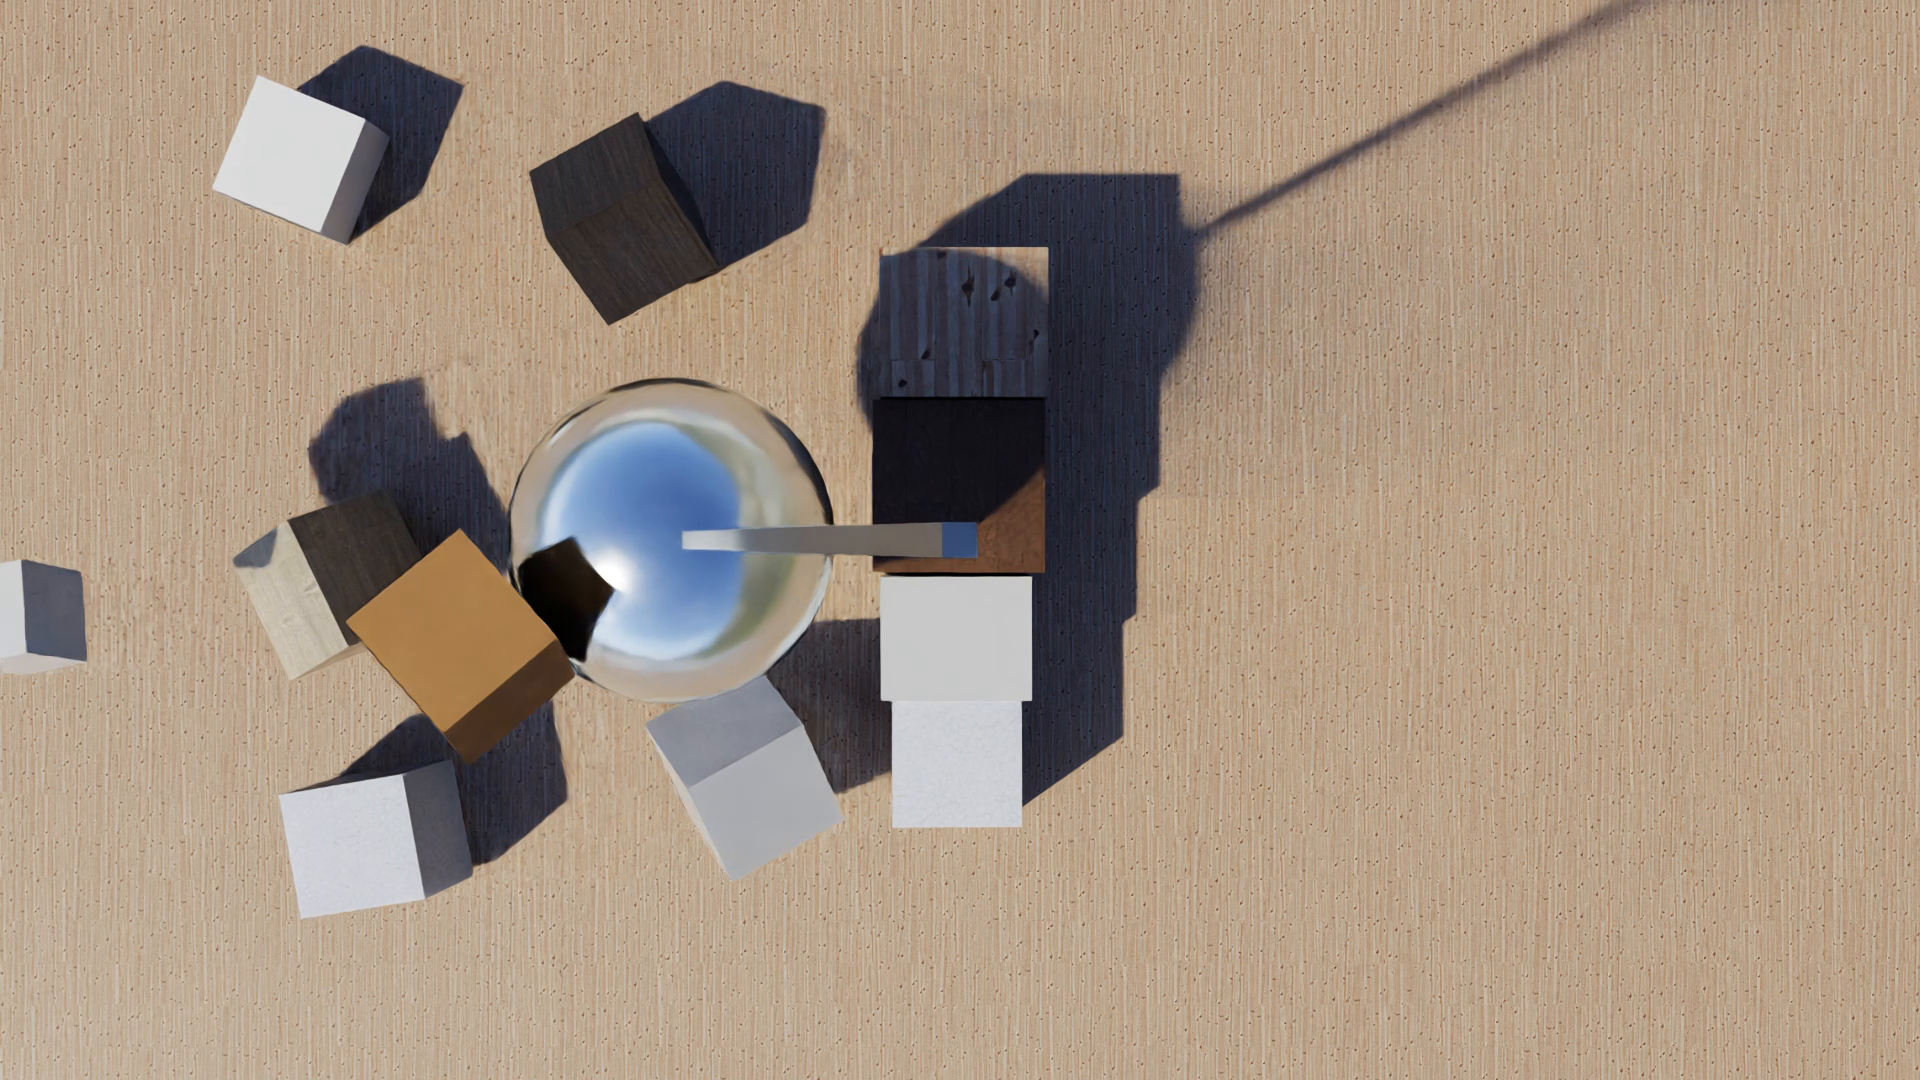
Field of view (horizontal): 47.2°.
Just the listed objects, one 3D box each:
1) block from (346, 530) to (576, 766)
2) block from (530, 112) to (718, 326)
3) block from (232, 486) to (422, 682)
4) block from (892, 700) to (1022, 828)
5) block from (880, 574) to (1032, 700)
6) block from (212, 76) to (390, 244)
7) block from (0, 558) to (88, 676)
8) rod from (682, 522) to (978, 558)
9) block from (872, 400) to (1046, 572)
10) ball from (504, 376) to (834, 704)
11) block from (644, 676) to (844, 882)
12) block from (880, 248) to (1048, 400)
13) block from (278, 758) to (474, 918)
[{"bbox_3d":[-2.255,0.500,10.021,0.641,0.747,0.673,-41,80,-14],"label":"block"},{"bbox_3d":[-1.910,-1.822,12.475,0.715,0.729,0.687,-28,134,4],"label":"block"},{"bbox_3d":[-3.536,0.247,12.523,0.655,0.696,0.773,-26,90,41],"label":"block"},{"bbox_3d":[-0.016,1.243,12.610,0.720,0.779,0.708,0,90,0],"label":"block"},{"bbox_3d":[-0.024,0.543,12.591,0.837,0.819,0.689,0,90,-1],"label":"block"},{"bbox_3d":[-3.800,-2.186,12.726,0.659,0.549,0.693,22,90,0],"label":"block"},{"bbox_3d":[-4.824,0.403,11.299,0.408,0.458,0.482,-11,78,15],"label":"block"},{"bbox_3d":[-0.611,0.000,7.450,0.080,5.200,0.080,0,90,-14],"label":"rod"},{"bbox_3d":[-0.007,-0.296,12.553,0.952,0.894,0.948,0,90,0],"label":"block"},{"bbox_3d":[-1.410,0.000,10.755,1.600,1.600,1.600,0,90,0],"label":"ball"},{"bbox_3d":[-1.219,1.309,12.427,0.718,0.723,0.731,-29,125,-13],"label":"block"},{"bbox_3d":[0.020,-1.188,12.485,0.920,1.030,0.812,0,90,0],"label":"block"},{"bbox_3d":[-3.329,1.698,12.589,0.745,0.707,0.704,-10,90,10],"label":"block"}]
